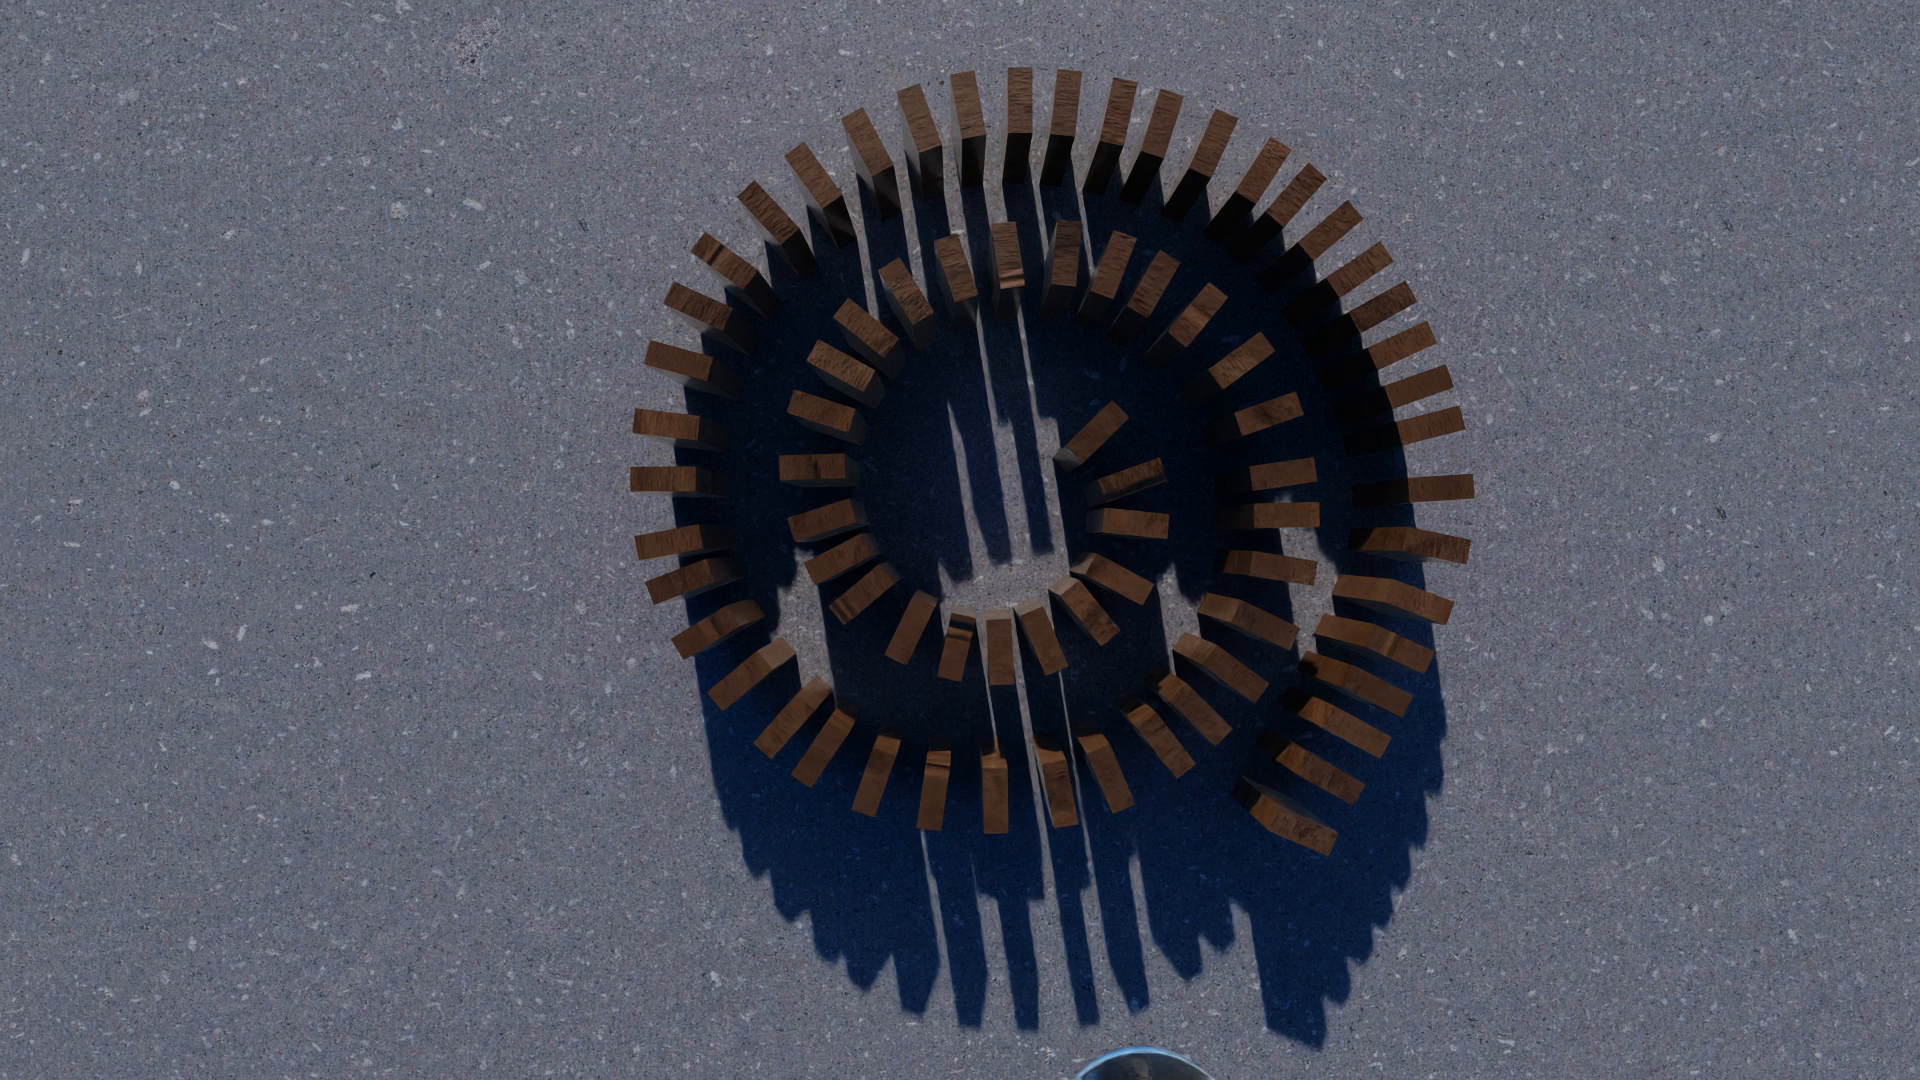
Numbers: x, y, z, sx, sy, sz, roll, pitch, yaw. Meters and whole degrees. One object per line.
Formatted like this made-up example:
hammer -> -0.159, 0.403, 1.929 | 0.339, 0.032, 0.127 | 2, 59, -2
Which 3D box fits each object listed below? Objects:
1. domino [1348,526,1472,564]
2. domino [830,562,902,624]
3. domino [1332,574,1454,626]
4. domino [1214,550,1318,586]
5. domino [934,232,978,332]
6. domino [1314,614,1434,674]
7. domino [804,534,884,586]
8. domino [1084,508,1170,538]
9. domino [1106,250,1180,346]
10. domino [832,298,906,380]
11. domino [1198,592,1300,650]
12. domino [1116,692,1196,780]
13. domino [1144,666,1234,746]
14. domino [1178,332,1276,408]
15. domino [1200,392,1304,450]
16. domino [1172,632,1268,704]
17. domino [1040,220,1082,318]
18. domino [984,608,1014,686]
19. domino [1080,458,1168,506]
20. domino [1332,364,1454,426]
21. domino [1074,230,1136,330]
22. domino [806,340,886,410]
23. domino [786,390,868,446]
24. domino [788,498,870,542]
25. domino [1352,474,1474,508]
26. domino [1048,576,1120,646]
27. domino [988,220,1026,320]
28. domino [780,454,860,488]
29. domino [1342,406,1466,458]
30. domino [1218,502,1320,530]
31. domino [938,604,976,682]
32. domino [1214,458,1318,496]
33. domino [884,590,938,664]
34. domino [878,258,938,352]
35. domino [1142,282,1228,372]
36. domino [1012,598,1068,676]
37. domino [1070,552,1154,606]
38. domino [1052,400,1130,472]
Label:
domino -> 0.182, 0.002, 0.375 | 0.025, 0.050, 0.010 | 12, 90, 0
domino -> -0.038, 0.021, 0.375 | 0.025, 0.050, 0.009 | -40, 90, 0
domino -> 0.176, 0.024, 0.375 | 0.025, 0.050, 0.010 | 21, 90, 0
domino -> 0.124, 0.011, 0.375 | 0.025, 0.050, 0.010 | 9, 90, 0
domino -> -0.001, -0.104, 0.375 | 0.009, 0.050, 0.025 | -19, 90, 0
domino -> 0.168, 0.042, 0.375 | 0.025, 0.050, 0.010 | 25, 90, 0
domino -> -0.047, 0.007, 0.375 | 0.025, 0.050, 0.010 | -27, 90, 0
domino -> 0.067, -0.006, 0.375 | 0.025, 0.050, 0.010 | 6, 90, 0
domino -> 0.074, -0.098, 0.375 | 0.010, 0.050, 0.025 | 30, 90, 0
domino -> -0.036, -0.081, 0.375 | 0.025, 0.050, 0.010 | 39, 90, 0
domino -> 0.117, 0.033, 0.375 | 0.025, 0.050, 0.010 | 26, 90, 0
domino -> 0.079, 0.079, 0.375 | 0.010, 0.050, 0.025 | -38, 90, 0
domino -> 0.092, 0.067, 0.375 | 0.025, 0.050, 0.010 | 44, 90, 0
domino -> 0.108, -0.069, 0.375 | 0.025, 0.050, 0.010 | -36, 90, 0
domino -> 0.118, -0.048, 0.375 | 0.025, 0.050, 0.010 | -19, 90, 0
domino -> 0.105, 0.051, 0.375 | 0.025, 0.050, 0.009 | 36, 90, 0
domino -> 0.041, -0.110, 0.375 | 0.010, 0.050, 0.025 | 6, 90, 0
domino -> 0.015, 0.043, 0.375 | 0.010, 0.050, 0.025 | -3, 90, 0
domino -> 0.066, -0.023, 0.375 | 0.025, 0.050, 0.010 | -20, 90, 0
domino -> 0.175, -0.059, 0.375 | 0.025, 0.050, 0.010 | -20, 90, 0
domino -> 0.059, -0.105, 0.375 | 0.009, 0.050, 0.025 | 21, 90, 0
domino -> -0.045, -0.067, 0.375 | 0.025, 0.050, 0.010 | 29, 90, 0
domino -> -0.053, -0.049, 0.375 | 0.025, 0.050, 0.009 | 18, 90, 0
domino -> -0.053, -0.008, 0.375 | 0.025, 0.050, 0.009 | -18, 90, 0
domino -> 0.184, -0.020, 0.375 | 0.025, 0.050, 0.009 | -4, 90, 0
domino -> 0.050, 0.028, 0.375 | 0.010, 0.050, 0.025 | -39, 90, 0
domino -> 0.018, -0.109, 0.375 | 0.009, 0.050, 0.025 | -9, 90, 0
domino -> -0.056, -0.028, 0.375 | 0.025, 0.050, 0.010 | -2, 90, 0
domino -> 0.180, -0.044, 0.375 | 0.025, 0.050, 0.010 | -14, 90, 0
domino -> 0.125, -0.010, 0.375 | 0.025, 0.050, 0.010 | -1, 90, 0
domino -> -0.001, 0.041, 0.375 | 0.010, 0.050, 0.025 | 13, 90, 0
domino -> 0.124, -0.025, 0.375 | 0.025, 0.050, 0.009 | -8, 90, 0
domino -> -0.019, 0.035, 0.375 | 0.009, 0.050, 0.025 | 26, 90, 0
domino -> -0.021, -0.095, 0.375 | 0.009, 0.050, 0.025 | -32, 90, 0
domino -> 0.091, -0.086, 0.375 | 0.010, 0.050, 0.025 | 40, 90, 0
domino -> 0.032, 0.039, 0.375 | 0.010, 0.050, 0.025 | -23, 90, 0
domino -> 0.061, 0.015, 0.375 | 0.025, 0.050, 0.009 | 28, 90, 0
domino -> 0.053, -0.041, 0.375 | 0.025, 0.050, 0.010 | -45, 90, 0
